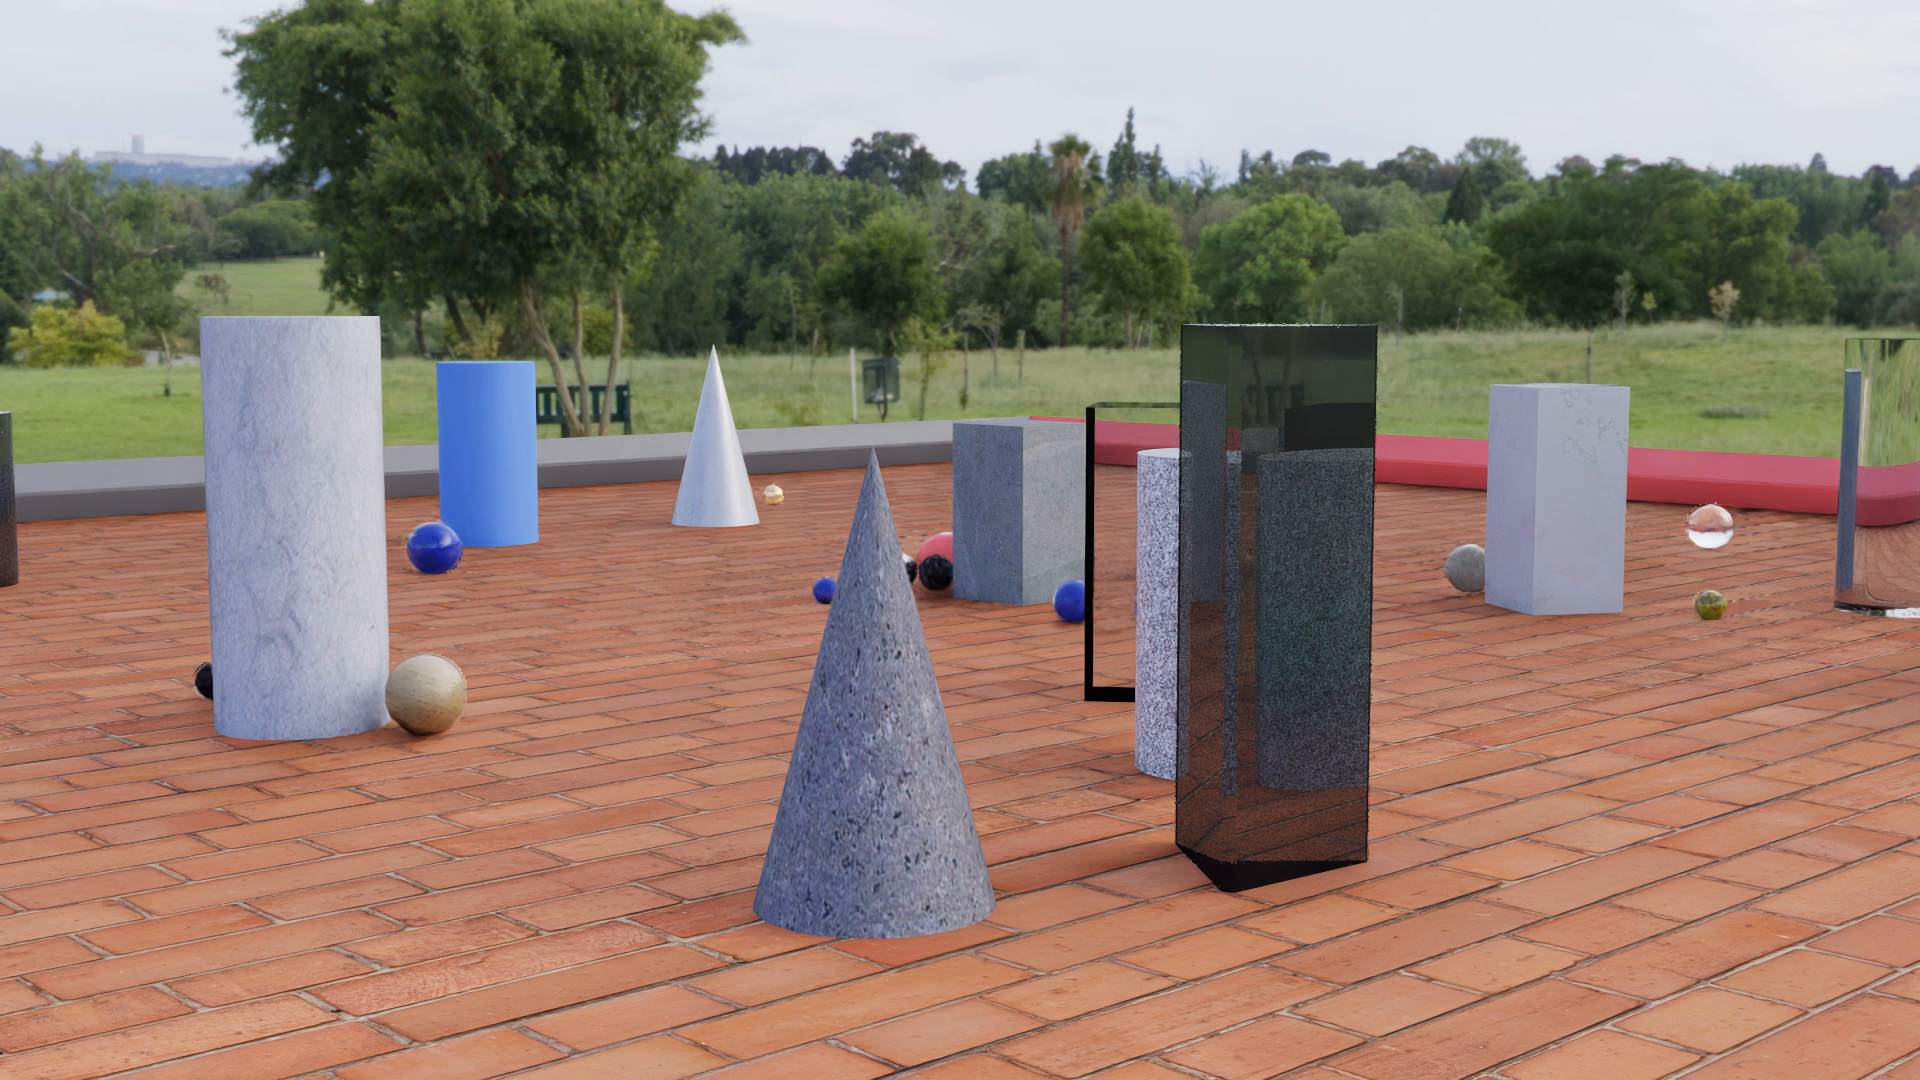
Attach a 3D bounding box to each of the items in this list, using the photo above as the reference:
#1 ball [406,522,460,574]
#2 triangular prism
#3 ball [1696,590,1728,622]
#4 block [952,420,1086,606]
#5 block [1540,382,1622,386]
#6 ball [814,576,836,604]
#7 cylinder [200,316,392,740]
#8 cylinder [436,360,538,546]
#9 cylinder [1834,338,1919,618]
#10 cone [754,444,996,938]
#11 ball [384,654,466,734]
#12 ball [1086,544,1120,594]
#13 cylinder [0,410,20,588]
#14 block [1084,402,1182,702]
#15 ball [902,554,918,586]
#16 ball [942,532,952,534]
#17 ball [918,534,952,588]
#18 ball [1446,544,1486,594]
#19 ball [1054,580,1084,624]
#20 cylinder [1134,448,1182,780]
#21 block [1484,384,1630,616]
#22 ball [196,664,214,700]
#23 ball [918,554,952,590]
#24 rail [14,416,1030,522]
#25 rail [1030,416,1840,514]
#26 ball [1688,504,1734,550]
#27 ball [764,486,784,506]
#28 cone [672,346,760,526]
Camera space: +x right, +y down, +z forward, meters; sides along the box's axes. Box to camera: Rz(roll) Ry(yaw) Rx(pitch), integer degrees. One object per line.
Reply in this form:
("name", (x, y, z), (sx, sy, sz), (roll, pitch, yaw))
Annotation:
("ball", (-0.872, 0.013, 3.644), (0.088, 0.088, 0.088), (0, 6, 0))
("triangular prism", (0.223, 0.044, 1.752), (0.157, 0.429, 0.136), (-5, 8, -38))
("ball", (1.062, 0.093, 3.108), (0.043, 0.043, 0.043), (0, 6, 0))
("block", (0.091, -0.045, 3.354), (0.145, 0.266, 0.145), (6, 8, 44))
("block", (1.056, -0.120, 3.866), (0.145, 0.306, 0.145), (6, 8, 42))
("ball", (-0.199, 0.076, 3.282), (0.041, 0.041, 0.041), (0, 6, 0))
("cylinder", (-0.701, -0.019, 2.325), (0.181, 0.433, 0.181), (0, 6, 0))
("cylinder", (-0.889, -0.165, 4.138), (0.181, 0.338, 0.181), (0, 6, 0))
("cylinder", (1.379, -0.094, 3.205), (0.181, 0.395, 0.181), (0, 6, 0))
("cone", (-0.064, 0.101, 1.623), (0.181, 0.344, 0.181), (0, 6, 0))
("ball", (-0.556, 0.161, 2.287), (0.083, 0.083, 0.083), (0, 6, 0))
("ball", (0.211, 0.045, 3.402), (0.076, 0.076, 0.076), (0, 6, 0))
("cylinder", (-1.601, -0.065, 3.497), (0.181, 0.274, 0.181), (0, 6, 0))
("block", (0.223, 0.011, 2.524), (0.145, 0.331, 0.145), (1, 6, 9))
("ball", (-0.095, 0.050, 3.446), (0.058, 0.058, 0.058), (0, 6, 0))
("ball", (-0.023, 0.019, 3.698), (0.065, 0.065, 0.065), (0, 6, 0))
("ball", (-0.025, 0.032, 3.464), (0.085, 0.085, 0.085), (0, 6, 0))
("ball", (0.778, 0.044, 3.352), (0.075, 0.075, 0.075), (0, 6, 0))
("ball", (0.161, 0.086, 3.088), (0.061, 0.061, 0.061), (0, 6, 0))
("cylinder", (0.260, 0.068, 2.120), (0.181, 0.303, 0.181), (0, 6, 0))
("block", (0.875, -0.063, 3.232), (0.145, 0.327, 0.145), (-2, 6, -14))
("ball", (-0.844, 0.160, 2.491), (0.041, 0.041, 0.041), (0, 6, 0))
("ball", (-0.037, 0.050, 3.375), (0.055, 0.055, 0.055), (0, 6, 0))
("rail", (-1.470, -0.139, 4.917), (4.606, 0.118, 0.045), (-6, 8, -42))
("rail", (1.675, -0.134, 4.869), (0.045, 0.118, 4.384), (-6, 8, -42))
("ball", (1.373, -0.024, 4.024), (0.081, 0.081, 0.081), (0, 6, 0))
("ball", (-0.415, -0.100, 4.898), (0.046, 0.046, 0.046), (0, 6, 0))
("cone", (-0.502, -0.218, 4.500), (0.181, 0.366, 0.181), (0, 6, 0))
